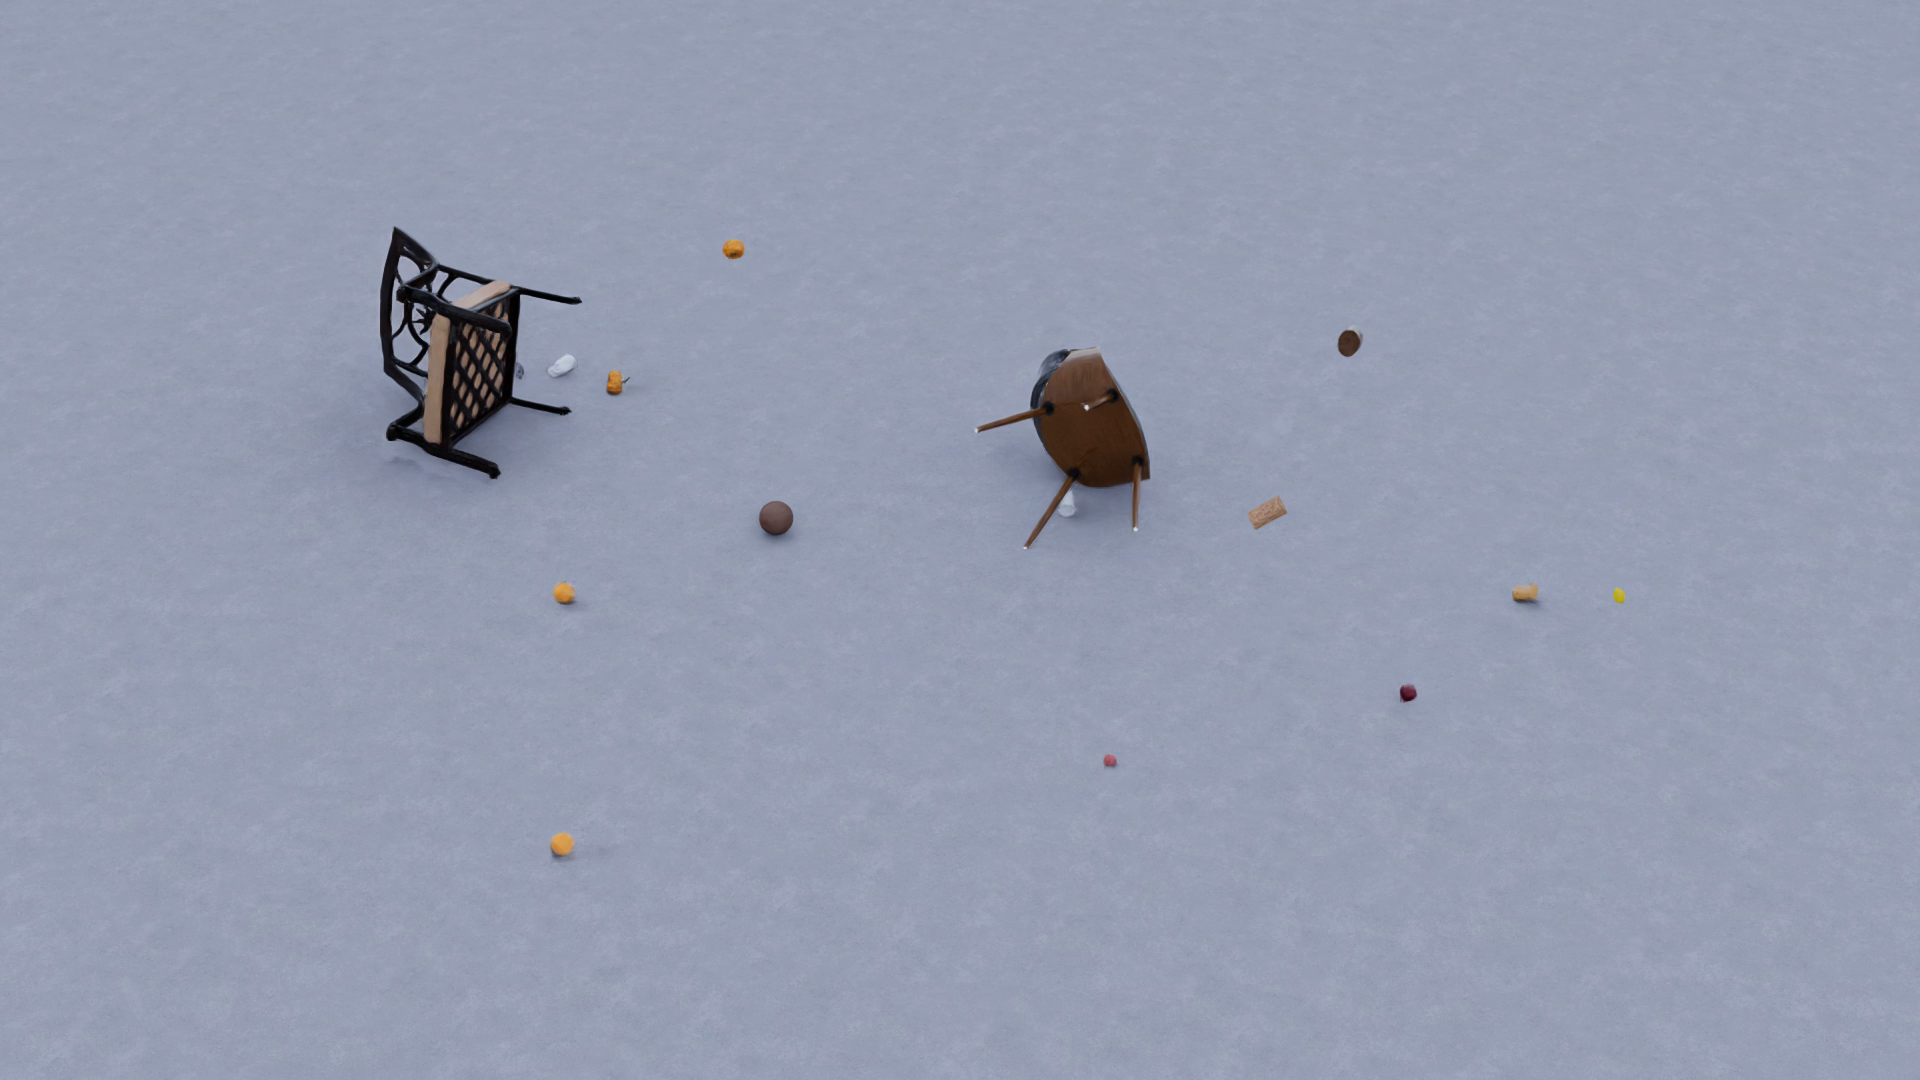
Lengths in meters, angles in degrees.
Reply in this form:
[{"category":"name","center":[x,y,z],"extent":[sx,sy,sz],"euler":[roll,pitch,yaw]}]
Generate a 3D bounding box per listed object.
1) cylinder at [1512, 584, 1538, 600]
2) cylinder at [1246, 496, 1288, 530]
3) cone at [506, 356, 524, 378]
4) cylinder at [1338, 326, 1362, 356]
[{"category":"cylinder","center":[2.042,0.187,10.590],"extent":[0.075,0.047,0.061],"euler":[-5,45,46]},{"category":"cylinder","center":[1.061,-0.096,10.126],"extent":[0.125,0.065,0.106],"euler":[-29,13,9]},{"category":"cone","center":[-1.799,-0.701,11.978],"extent":[0.108,0.059,0.069],"euler":[55,22,18]},{"category":"cylinder","center":[1.480,-0.754,11.114],"extent":[0.082,0.109,0.055],"euler":[18,28,15]}]
